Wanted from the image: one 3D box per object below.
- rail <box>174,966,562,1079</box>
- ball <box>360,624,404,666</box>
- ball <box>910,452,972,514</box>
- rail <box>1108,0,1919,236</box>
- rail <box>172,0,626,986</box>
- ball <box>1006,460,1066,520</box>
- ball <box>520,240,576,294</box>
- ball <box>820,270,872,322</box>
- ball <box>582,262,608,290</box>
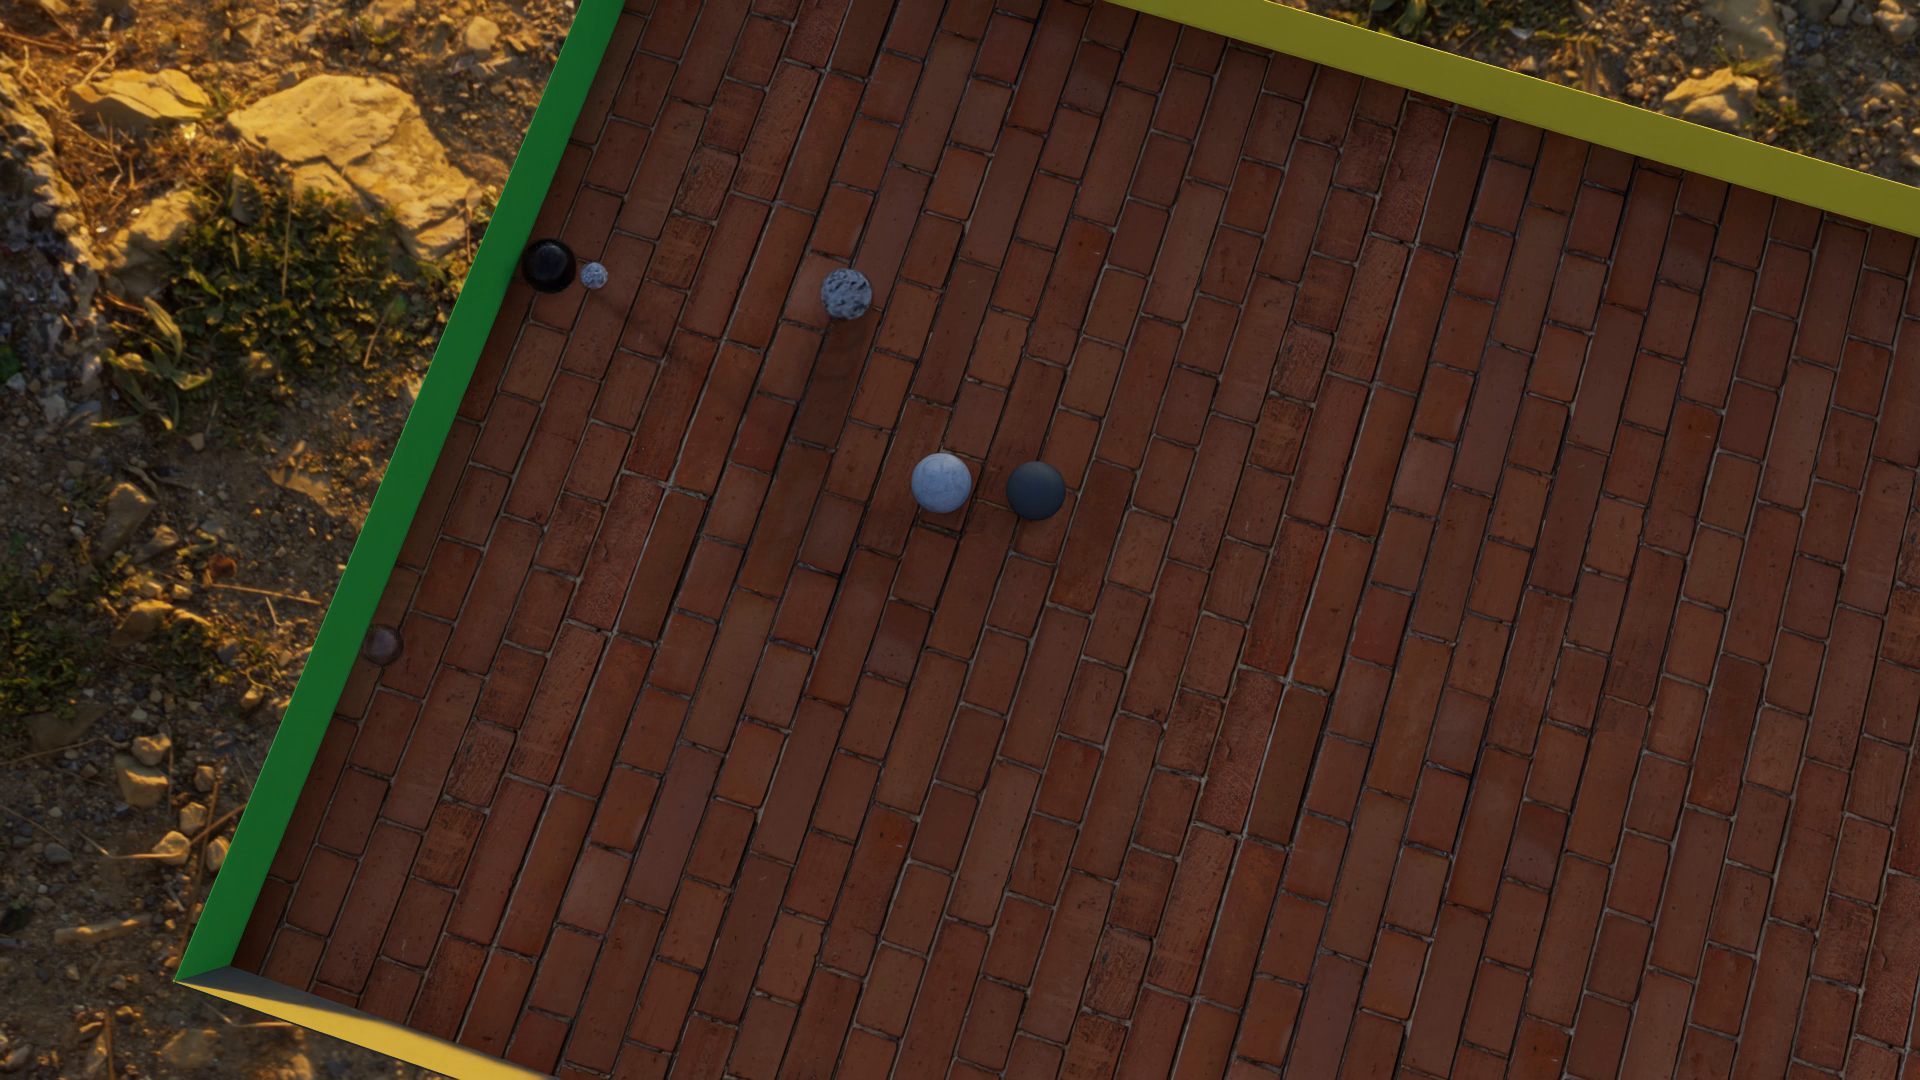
[{"bbox_3d":[0.506,1.123,3.015,3.382,0.121,0.045,17,75,5],"label":"rail"},{"bbox_3d":[-0.873,0.159,3.319,0.064,0.064,0.064,0,74,0],"label":"ball"},{"bbox_3d":[-0.029,-0.087,3.373,0.093,0.093,0.093,0,74,0],"label":"ball"},{"bbox_3d":[1.101,-0.631,3.512,3.382,0.121,0.045,17,75,5],"label":"rail"},{"bbox_3d":[-0.781,-0.252,3.404,0.045,0.121,1.965,17,75,5],"label":"rail"},{"bbox_3d":[0.116,-0.075,3.371,0.092,0.092,0.092,0,74,0],"label":"ball"},{"bbox_3d":[-0.650,-0.432,3.474,0.086,0.086,0.086,0,74,0],"label":"ball"},{"bbox_3d":[-0.180,-0.386,3.464,0.081,0.081,0.081,0,74,0],"label":"ball"},{"bbox_3d":[-0.581,-0.420,3.494,0.042,0.042,0.042,0,74,0],"label":"ball"}]
